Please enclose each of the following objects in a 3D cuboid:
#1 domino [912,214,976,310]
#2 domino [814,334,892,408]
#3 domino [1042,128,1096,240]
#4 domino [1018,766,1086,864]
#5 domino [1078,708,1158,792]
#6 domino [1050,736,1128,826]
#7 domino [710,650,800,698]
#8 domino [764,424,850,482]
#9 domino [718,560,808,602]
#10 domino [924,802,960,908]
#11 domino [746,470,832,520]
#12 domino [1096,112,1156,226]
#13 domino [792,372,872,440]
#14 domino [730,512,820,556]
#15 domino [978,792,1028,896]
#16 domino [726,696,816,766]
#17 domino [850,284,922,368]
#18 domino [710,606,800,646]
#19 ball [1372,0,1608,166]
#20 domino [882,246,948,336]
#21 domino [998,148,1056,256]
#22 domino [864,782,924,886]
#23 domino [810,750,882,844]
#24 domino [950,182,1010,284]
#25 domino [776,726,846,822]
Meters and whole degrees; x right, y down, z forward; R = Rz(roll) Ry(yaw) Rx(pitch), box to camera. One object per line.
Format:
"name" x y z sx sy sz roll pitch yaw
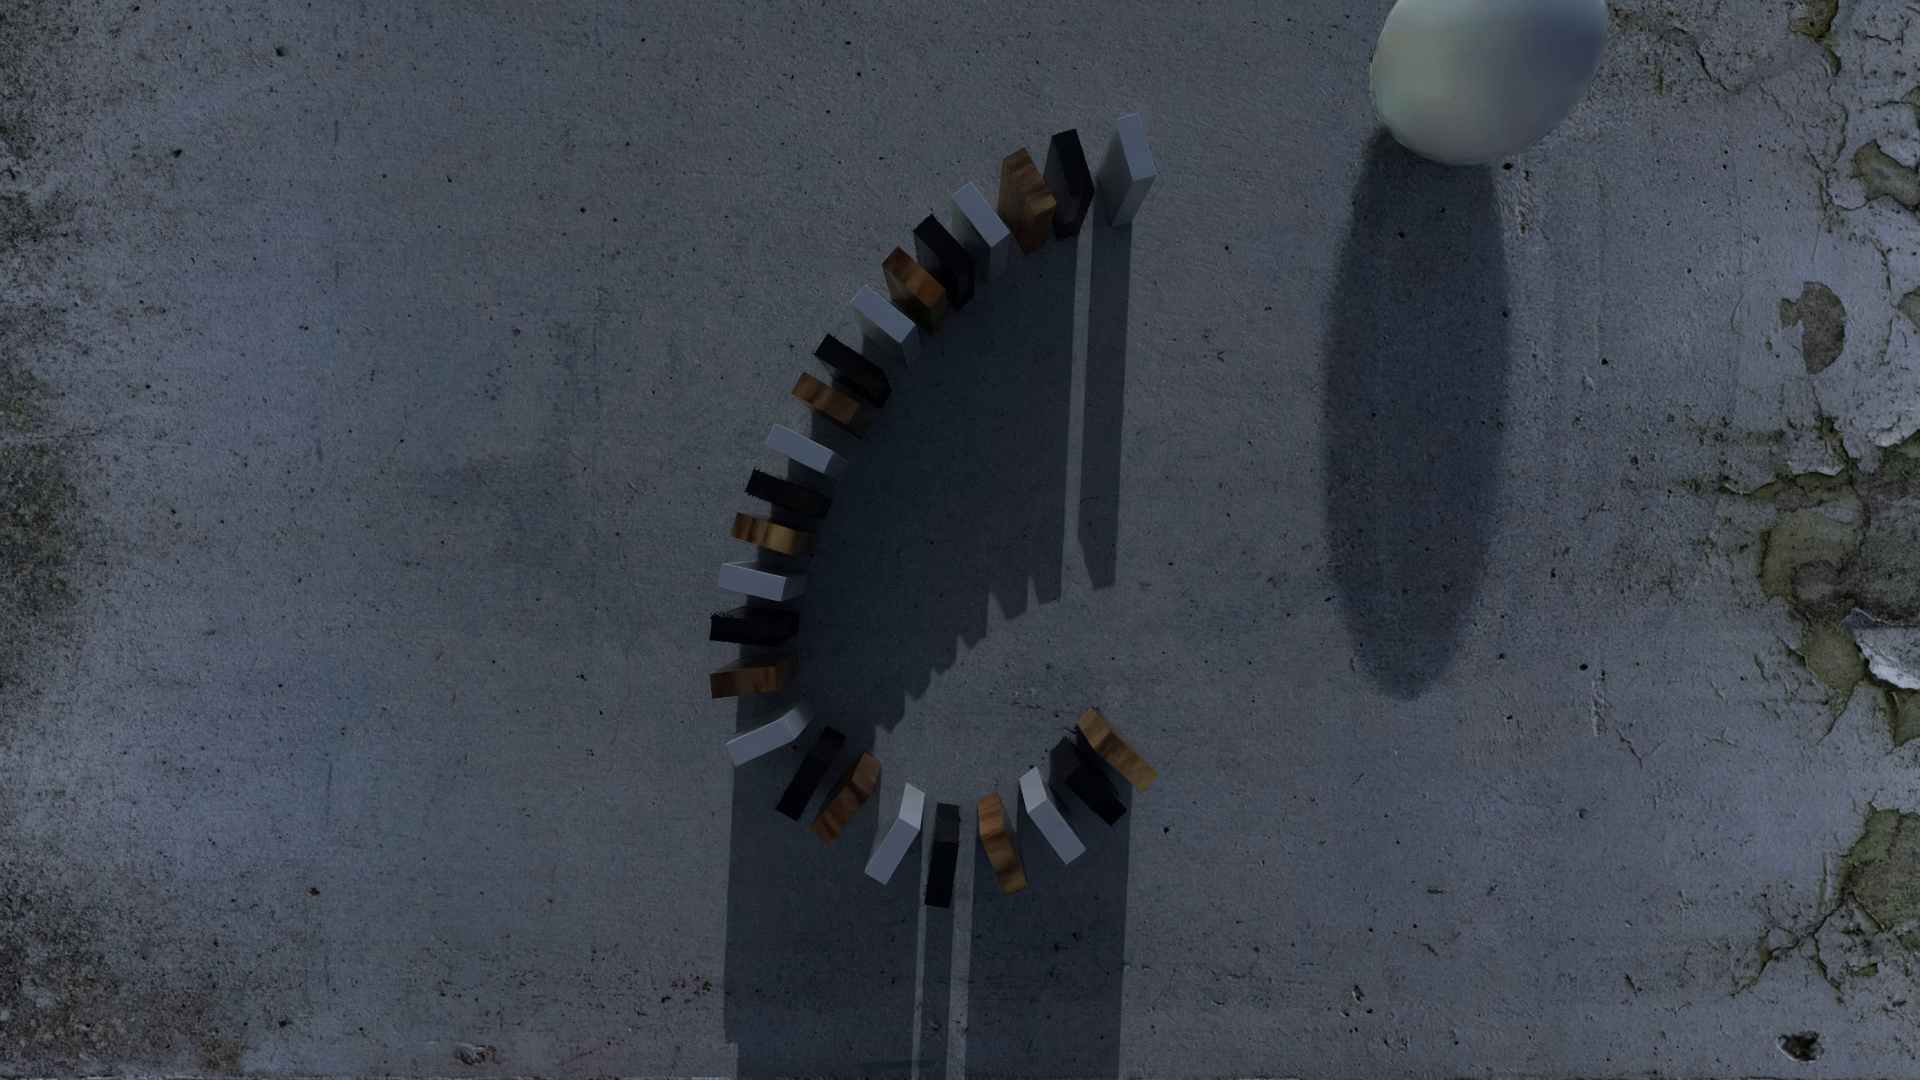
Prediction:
"domino" -0.006 -0.112 0.375 0.009 0.050 0.025 -43 90 0
"domino" -0.043 -0.068 0.375 0.025 0.050 0.010 33 90 0
"domino" 0.043 -0.144 0.375 0.010 0.050 0.025 -17 90 0
"domino" 0.037 0.111 0.375 0.010 0.050 0.025 -37 90 0
"domino" 0.064 0.085 0.375 0.025 0.050 0.010 41 90 0
"domino" 0.052 0.098 0.375 0.025 0.050 0.009 44 90 0
"domino" -0.083 0.054 0.375 0.025 0.050 0.010 -7 90 0
"domino" -0.061 -0.035 0.375 0.025 0.050 0.009 26 90 0
"domino" -0.080 0.016 0.375 0.025 0.050 0.010 13 90 0
"domino" -0.007 0.128 0.375 0.010 0.050 0.025 9 90 0
"domino" -0.069 -0.018 0.375 0.025 0.050 0.009 22 90 0
"domino" 0.067 -0.150 0.375 0.010 0.050 0.025 -16 90 0
"domino" -0.051 -0.054 0.375 0.025 0.050 0.009 30 90 0
"domino" -0.075 -0.002 0.375 0.025 0.050 0.009 18 90 0
"domino" 0.017 0.123 0.375 0.010 0.050 0.025 -23 90 0
"domino" -0.076 0.077 0.375 0.025 0.050 0.010 -24 90 0
"domino" -0.030 -0.086 0.375 0.025 0.050 0.009 38 90 0
"domino" -0.083 0.035 0.375 0.025 0.050 0.009 6 90 0
"ball" 0.206 -0.190 0.360 0.080 0.080 0.080 0 90 0
"domino" -0.018 -0.100 0.375 0.025 0.050 0.010 42 90 0
"domino" 0.027 -0.137 0.375 0.010 0.050 0.025 -30 90 0
"domino" -0.026 0.119 0.375 0.010 0.050 0.025 32 90 0
"domino" -0.046 0.104 0.375 0.010 0.050 0.025 40 90 0
"domino" 0.008 -0.124 0.375 0.010 0.050 0.025 -38 90 0
"domino" -0.060 0.094 0.375 0.009 0.050 0.025 30 90 0
